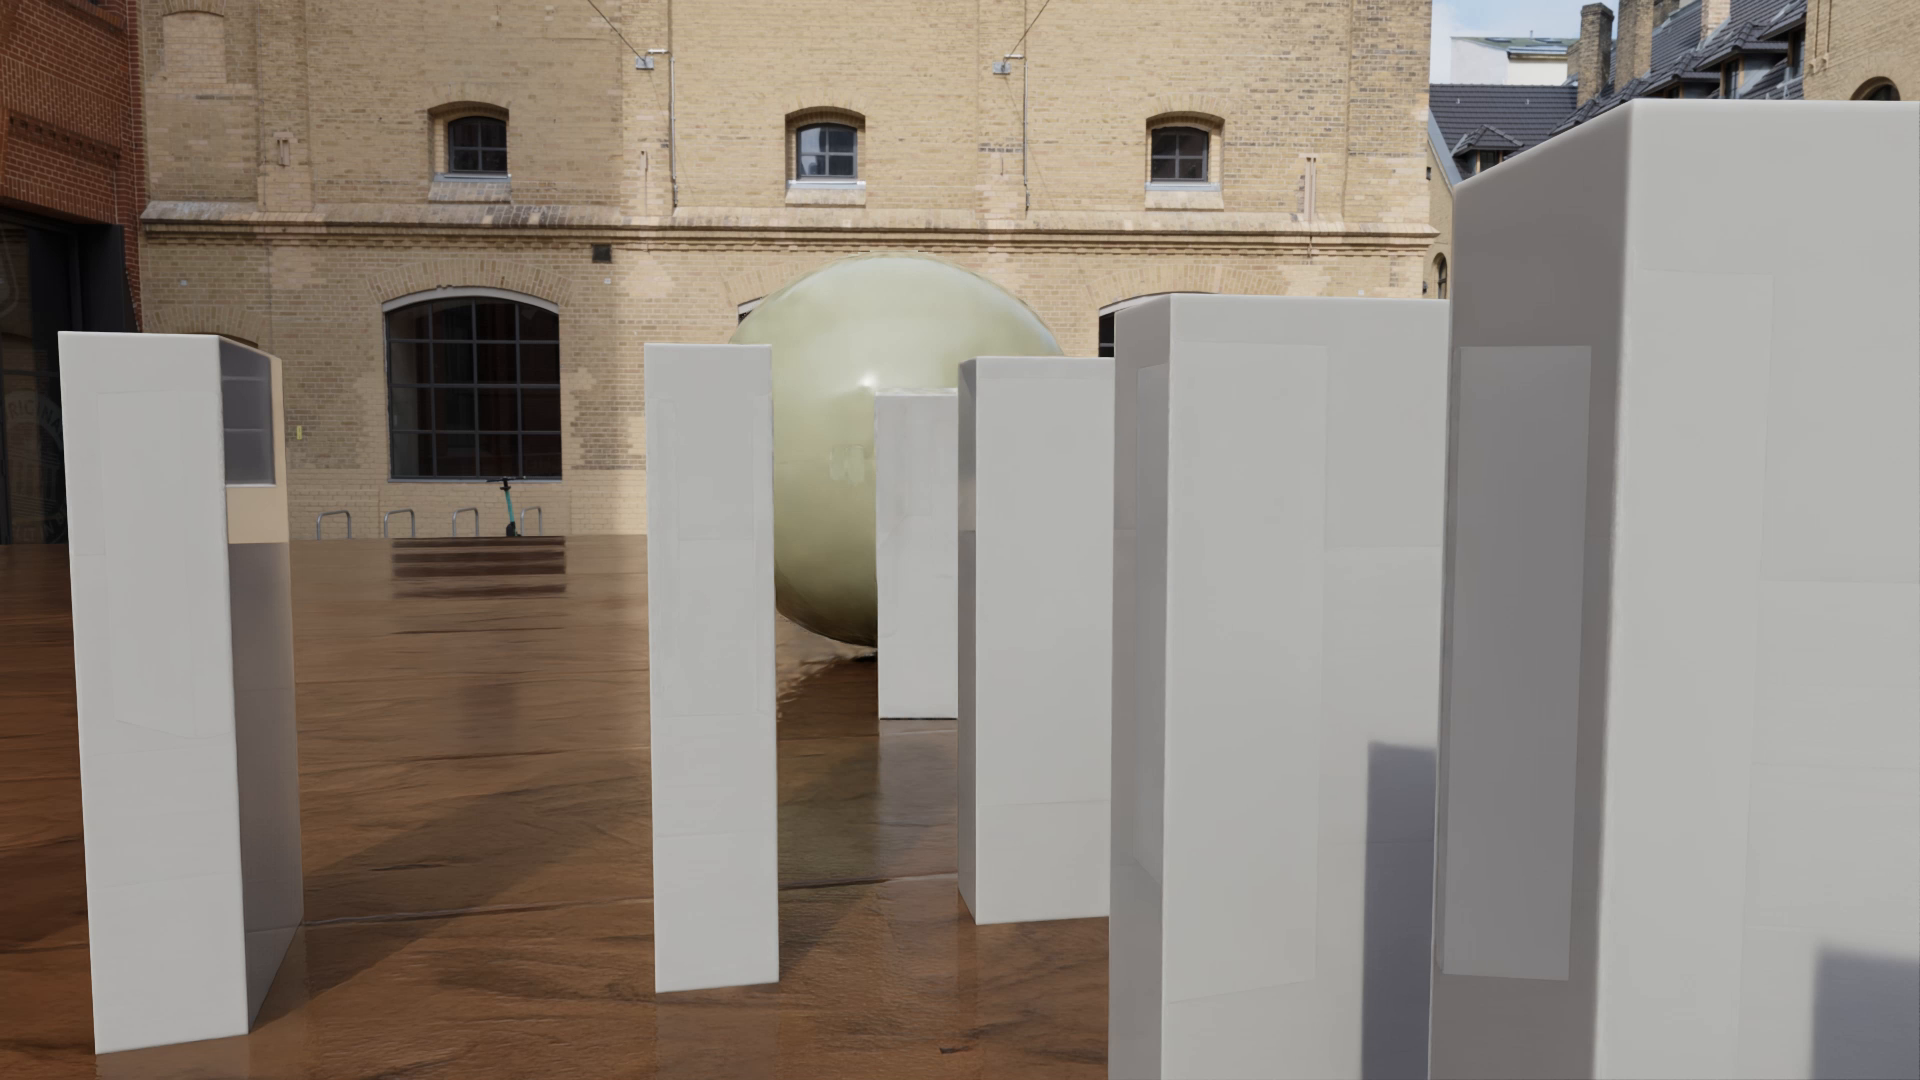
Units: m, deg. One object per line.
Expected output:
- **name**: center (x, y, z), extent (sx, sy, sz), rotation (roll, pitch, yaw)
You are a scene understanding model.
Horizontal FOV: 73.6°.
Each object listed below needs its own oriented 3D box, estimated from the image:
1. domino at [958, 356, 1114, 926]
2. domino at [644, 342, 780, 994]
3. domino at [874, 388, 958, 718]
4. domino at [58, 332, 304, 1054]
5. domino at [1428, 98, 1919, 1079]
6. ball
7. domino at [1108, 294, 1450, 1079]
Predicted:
- **domino**: center (0.013, 0.009, 0.118), extent (0.025, 0.050, 0.010), rotation (-1, 4, -10)
- **domino**: center (-0.022, 0.009, 0.111), extent (0.009, 0.050, 0.025), rotation (-1, 4, -12)
- **domino**: center (0.000, 0.002, 0.197), extent (0.025, 0.050, 0.009), rotation (0, 12, 1)
- **domino**: center (-0.060, 0.010, 0.101), extent (0.010, 0.050, 0.025), rotation (-1, 5, -19)
- **domino**: center (0.027, 0.015, 0.035), extent (0.025, 0.050, 0.009), rotation (0, 4, -2)
- **ball**: center (-0.013, -0.018, 0.261), extent (0.080, 0.080, 0.080), rotation (0, 4, 0)
- **domino**: center (0.022, 0.012, 0.073), extent (0.025, 0.050, 0.009), rotation (-1, 4, -10)
